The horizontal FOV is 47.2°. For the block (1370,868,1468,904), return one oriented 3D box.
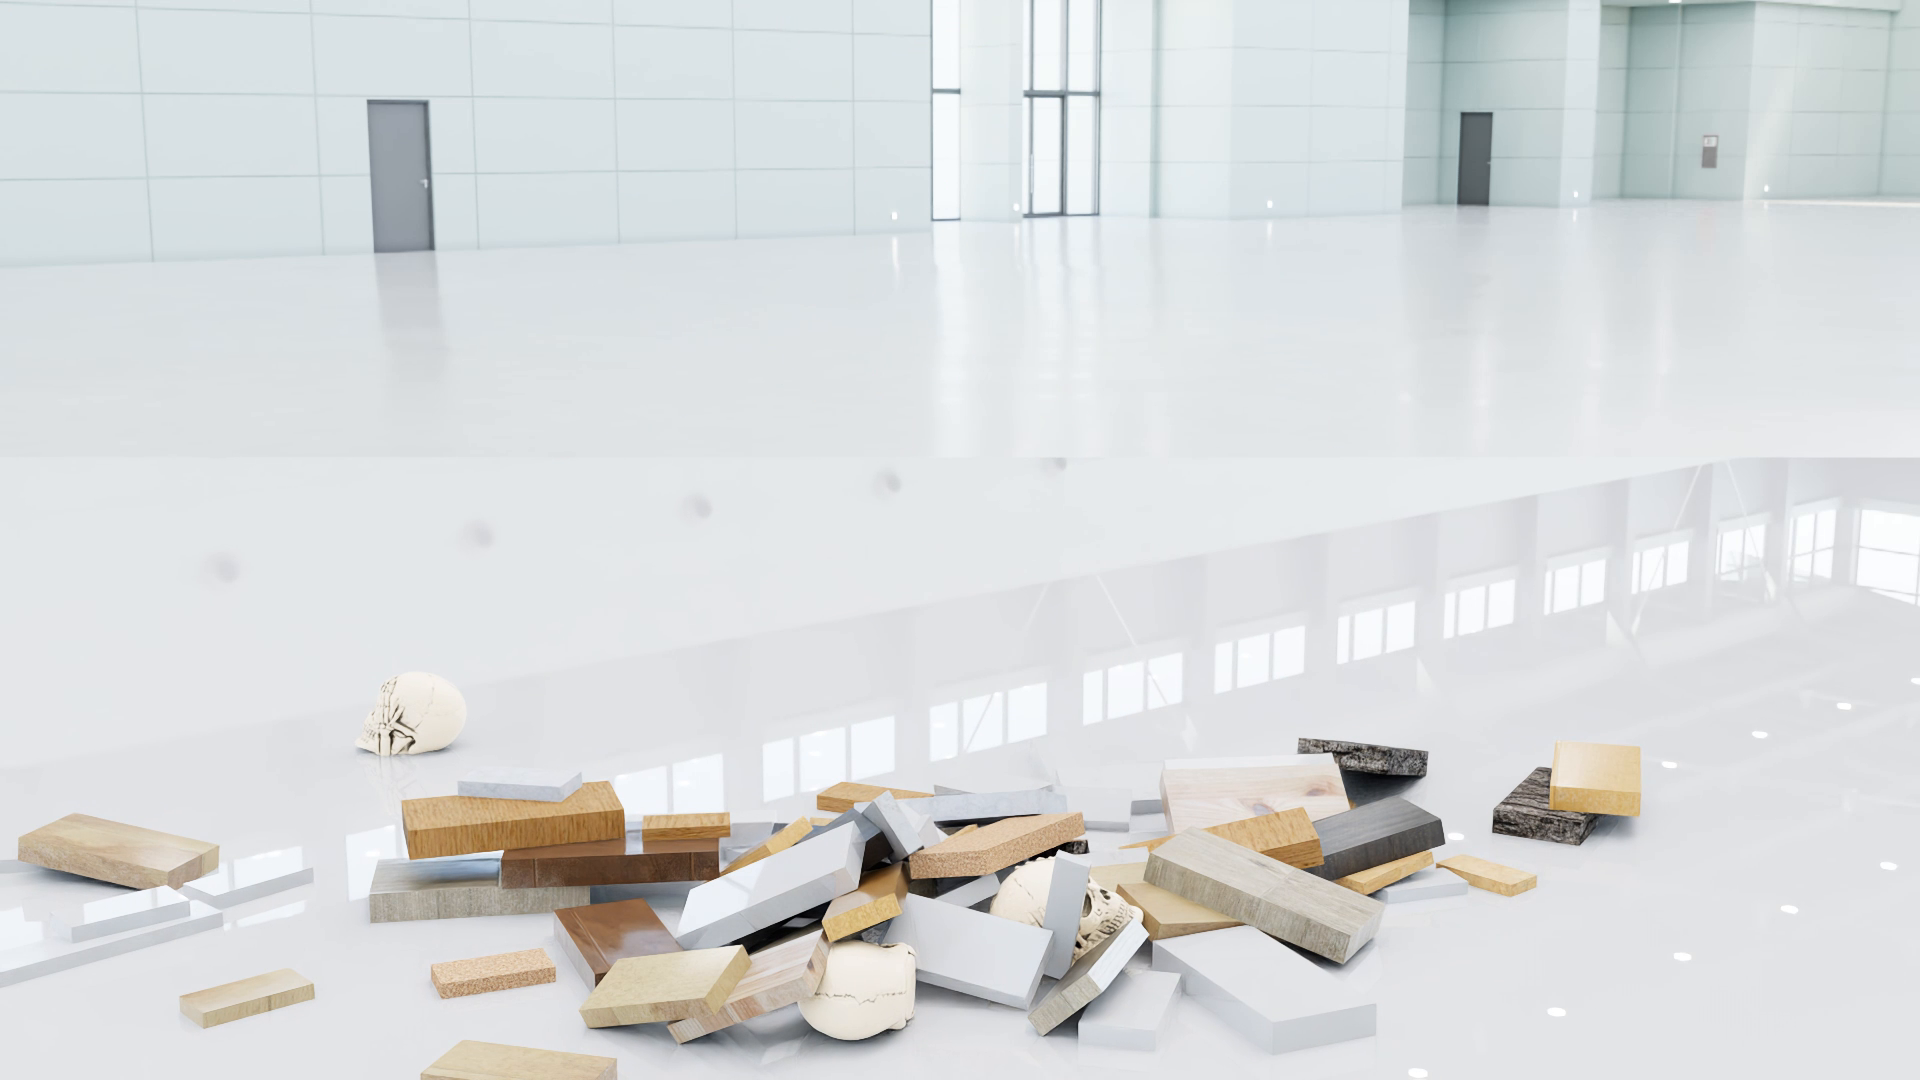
[{"bbox_3d":[0.763,0.578,3.676,0.151,0.021,0.076,-4,11,-19],"label":"block"}]

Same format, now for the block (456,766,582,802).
[{"bbox_3d":[-0.747,0.413,3.736,0.186,0.026,0.093,2,11,13],"label":"block"}]

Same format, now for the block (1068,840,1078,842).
[{"bbox_3d":[0.121,0.538,3.730,0.189,0.027,0.095,0,-29,-1],"label":"block"}]

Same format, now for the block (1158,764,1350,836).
[{"bbox_3d":[0.527,0.480,3.903,0.322,0.046,0.161,-1,46,-7],"label":"block"}]

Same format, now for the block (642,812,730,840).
[{"bbox_3d":[-0.456,0.477,3.664,0.145,0.021,0.072,-2,11,-6],"label":"block"}]

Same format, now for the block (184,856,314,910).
[{"bbox_3d":[-1.190,0.574,3.683,0.093,0.026,0.186,9,14,39],"label":"block"}]

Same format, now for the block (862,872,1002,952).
[{"bbox_3d":[-0.046,0.569,3.384,0.222,0.031,0.111,-24,-5,-6],"label":"block"}]

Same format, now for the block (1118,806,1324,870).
[{"bbox_3d":[0.434,0.527,3.678,0.322,0.046,0.161,-13,12,2],"label":"block"}]

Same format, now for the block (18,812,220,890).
[{"bbox_3d":[-1.438,0.535,3.761,0.292,0.041,0.146,10,13,14],"label":"block"}]

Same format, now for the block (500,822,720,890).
[{"bbox_3d":[-0.573,0.518,3.642,0.348,0.049,0.174,-2,11,-6],"label":"block"}]

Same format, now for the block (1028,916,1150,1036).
[{"bbox_3d":[0.188,0.628,3.177,0.118,0.034,0.237,-41,-6,22],"label":"block"}]

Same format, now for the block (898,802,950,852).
[{"bbox_3d":[-0.070,0.478,3.584,0.140,0.020,0.070,33,24,31],"label":"block"}]

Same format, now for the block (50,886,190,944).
[{"bbox_3d":[-1.324,0.589,3.468,0.186,0.026,0.093,-9,14,-41],"label":"block"}]

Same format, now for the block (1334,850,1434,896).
[{"bbox_3d":[0.709,0.549,3.676,0.151,0.021,0.076,-18,13,-27],"label":"block"}]

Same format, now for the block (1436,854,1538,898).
[{"bbox_3d":[0.892,0.568,3.729,0.076,0.021,0.151,-9,14,-41],"label":"block"}]

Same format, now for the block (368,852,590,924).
[{"bbox_3d":[-0.790,0.570,3.641,0.348,0.049,0.174,-2,11,-10],"label":"block"}]

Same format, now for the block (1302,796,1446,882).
[{"bbox_3d":[0.638,0.519,3.729,0.322,0.046,0.161,-15,12,-13],"label":"block"}]

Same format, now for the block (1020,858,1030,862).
[{"bbox_3d":[0.015,0.550,3.620,0.189,0.027,0.095,-7,35,15],"label":"block"}]

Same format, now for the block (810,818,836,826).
[{"bbox_3d":[-0.146,0.512,3.763,0.223,0.032,0.112,-3,-25,44],"label":"block"}]

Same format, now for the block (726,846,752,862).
[{"bbox_3d":[-0.285,0.542,3.691,0.072,0.021,0.375,-6,2,-29],"label":"block"}]

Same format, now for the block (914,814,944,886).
[{"bbox_3d":[-0.046,0.488,3.455,0.015,0.103,0.051,-8,24,27],"label":"block"}]

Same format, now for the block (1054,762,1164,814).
[{"bbox_3d":[0.299,0.469,4.133,0.222,0.031,0.111,-2,31,-10],"label":"block"}]

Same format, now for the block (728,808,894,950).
[{"bbox_3d":[-0.258,0.537,3.475,0.291,0.041,0.145,-32,18,-14],"label":"block"}]

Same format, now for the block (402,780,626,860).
[{"bbox_3d":[-0.746,0.465,3.667,0.348,0.049,0.174,-4,11,-17],"label":"block"}]

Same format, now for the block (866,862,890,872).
[{"bbox_3d":[-0.103,0.571,3.605,0.147,0.021,0.073,6,43,41],"label":"block"}]

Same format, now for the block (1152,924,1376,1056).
[{"bbox_3d":[0.438,0.651,3.208,0.170,0.048,0.340,-5,11,-24],"label":"block"}]

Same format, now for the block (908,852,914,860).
[{"bbox_3d":[-0.031,0.516,3.574,0.107,0.015,0.054,18,20,-6],"label":"block"}]

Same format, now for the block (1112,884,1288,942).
[{"bbox_3d":[0.385,0.583,3.441,0.263,0.037,0.131,4,17,-29],"label":"block"}]

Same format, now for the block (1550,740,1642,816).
[{"bbox_3d":[1.186,0.442,4.101,0.157,0.044,0.314,3,11,16],"label":"block"}]

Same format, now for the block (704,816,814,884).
[{"bbox_3d":[-0.333,0.521,3.620,0.197,0.028,0.099,-36,-1,43],"label":"block"}]

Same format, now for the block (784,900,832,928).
[{"bbox_3d":[-0.274,0.589,3.542,0.145,0.021,0.072,2,36,10],"label":"block"}]

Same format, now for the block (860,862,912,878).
[{"bbox_3d":[-0.106,0.557,3.556,0.147,0.021,0.073,-12,29,-2],"label":"block"}]

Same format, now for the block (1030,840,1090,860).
[{"bbox_3d":[0.118,0.549,3.631,0.189,0.027,0.094,-8,35,10],"label":"block"}]

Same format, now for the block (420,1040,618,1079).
[{"bbox_3d":[-0.584,0.713,2.918,0.229,0.032,0.114,3,11,16],"label":"block"}]
